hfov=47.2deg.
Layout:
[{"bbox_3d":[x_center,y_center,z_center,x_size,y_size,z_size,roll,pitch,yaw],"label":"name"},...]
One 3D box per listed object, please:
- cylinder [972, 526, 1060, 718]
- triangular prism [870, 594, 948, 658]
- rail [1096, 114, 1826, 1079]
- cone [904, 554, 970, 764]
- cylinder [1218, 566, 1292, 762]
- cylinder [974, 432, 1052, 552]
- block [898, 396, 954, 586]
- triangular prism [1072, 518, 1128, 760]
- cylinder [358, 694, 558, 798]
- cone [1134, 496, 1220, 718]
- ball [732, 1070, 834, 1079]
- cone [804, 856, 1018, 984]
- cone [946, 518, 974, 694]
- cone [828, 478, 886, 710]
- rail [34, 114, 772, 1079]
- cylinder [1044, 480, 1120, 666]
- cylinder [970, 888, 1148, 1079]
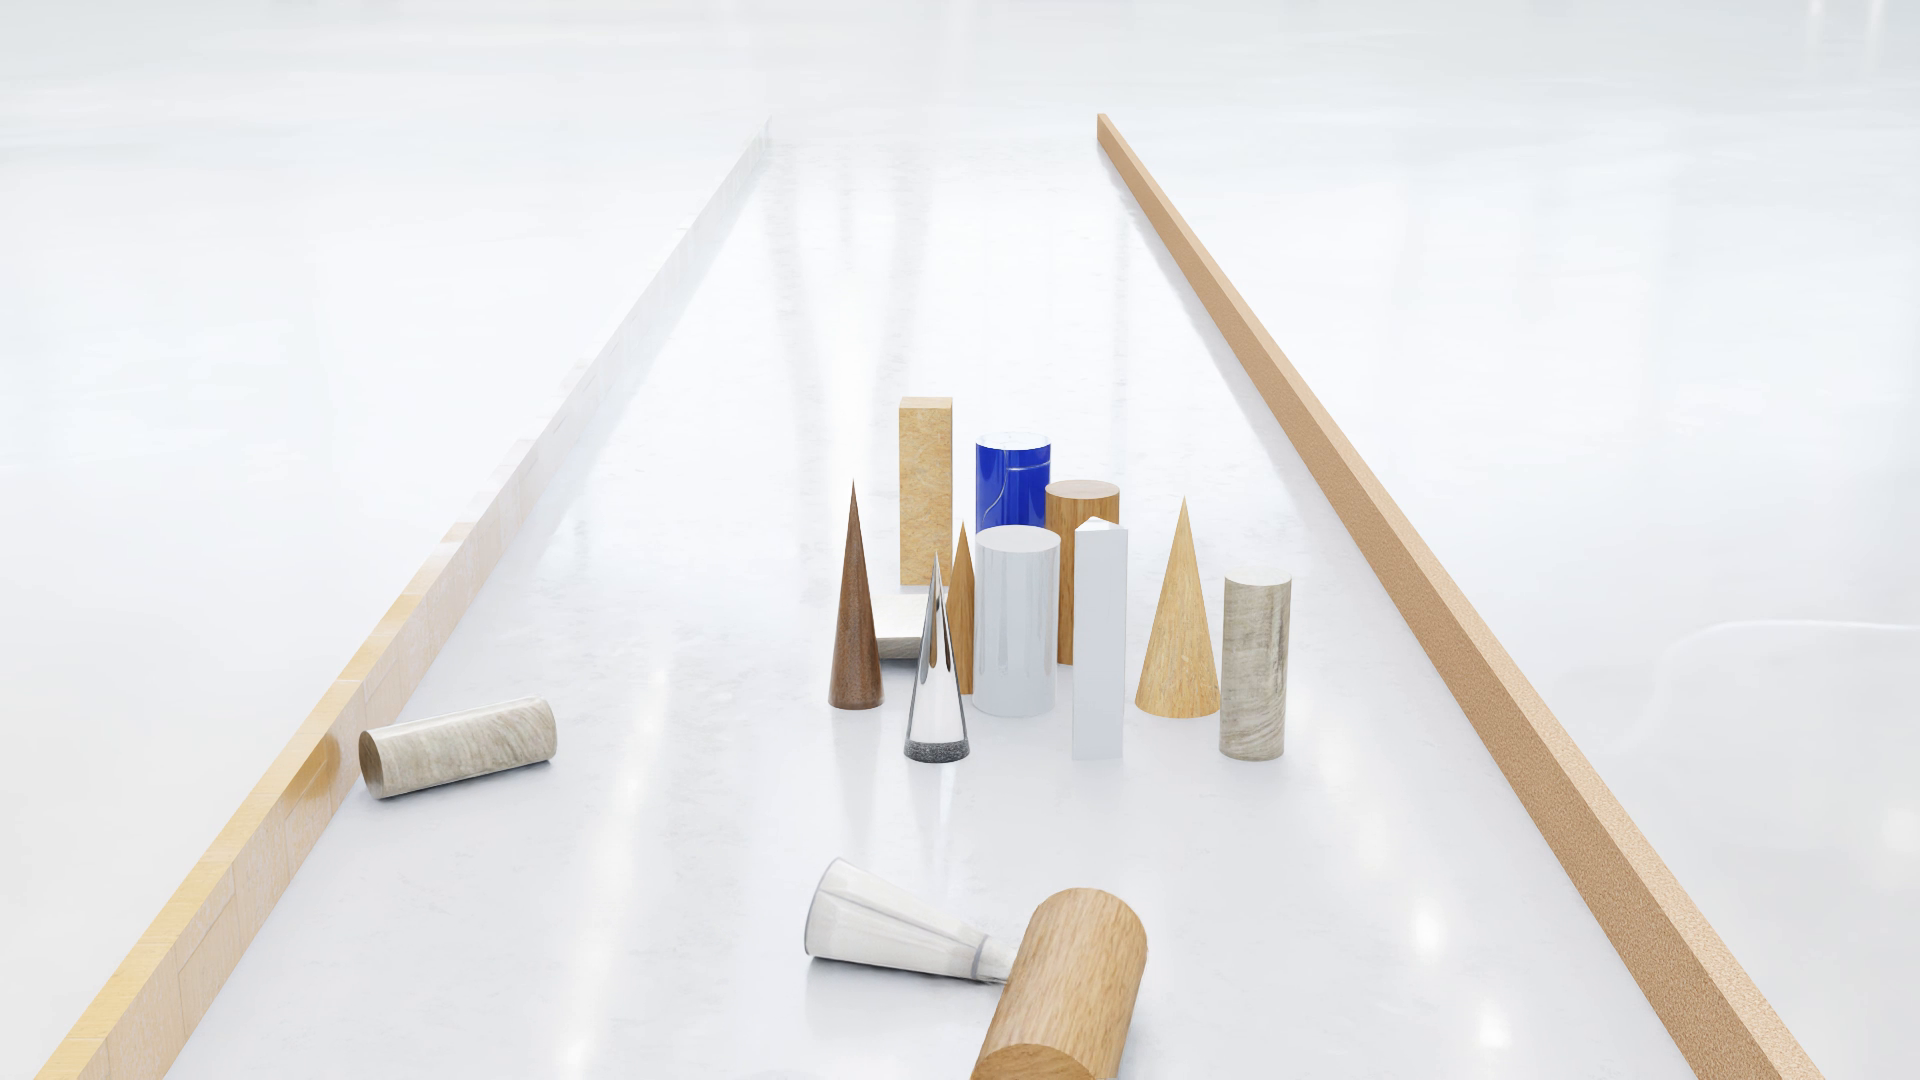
[{"bbox_3d":[0.105,0.152,4.133,0.159,0.326,0.159,1,19,0],"label":"cylinder"},{"bbox_3d":[-0.020,0.161,4.392,0.366,0.111,0.128,-1,-19,-3],"label":"triangular prism"},{"bbox_3d":[0.932,-0.844,7.801,0.050,0.150,12.000,0,17,-1],"label":"rail"},{"bbox_3d":[-0.042,0.197,3.899,0.121,0.380,0.121,0,17,0],"label":"cone"},{"bbox_3d":[0.524,0.220,3.912,0.117,0.328,0.117,0,17,0],"label":"cylinder"},{"bbox_3d":[0.112,-0.026,4.648,0.160,0.380,0.160,0,17,0],"label":"cylinder"},{"bbox_3d":[-0.075,-0.109,4.883,0.112,0.404,0.112,1,17,3],"label":"block"},{"bbox_3d":[0.240,0.174,3.895,0.092,0.425,0.080,-2,17,-8],"label":"triangular prism"},{"bbox_3d":[-0.870,0.356,3.820,0.316,0.119,0.119,-11,20,-33],"label":"cylinder"},{"bbox_3d":[0.415,0.111,4.126,0.166,0.415,0.166,0,17,0],"label":"cone"},{"bbox_3d":[-0.189,0.711,2.310,0.300,0.300,0.300,0,17,0],"label":"ball"},{"bbox_3d":[0.007,0.586,3.129,0.435,0.148,0.148,15,20,15],"label":"cone"},{"bbox_3d":[0.006,0.118,4.240,0.129,0.336,0.129,0,17,0],"label":"cone"},{"bbox_3d":[-0.198,0.093,4.136,0.111,0.444,0.111,0,17,0],"label":"cone"},{"bbox_3d":[-1.118,-0.838,7.780,0.050,0.150,12.000,0,17,-1],"label":"rail"},{"bbox_3d":[0.243,0.064,4.404,0.148,0.345,0.148,0,17,0],"label":"cylinder"},{"bbox_3d":[0.133,0.620,2.842,0.171,0.171,0.434,3,17,11],"label":"cylinder"}]
